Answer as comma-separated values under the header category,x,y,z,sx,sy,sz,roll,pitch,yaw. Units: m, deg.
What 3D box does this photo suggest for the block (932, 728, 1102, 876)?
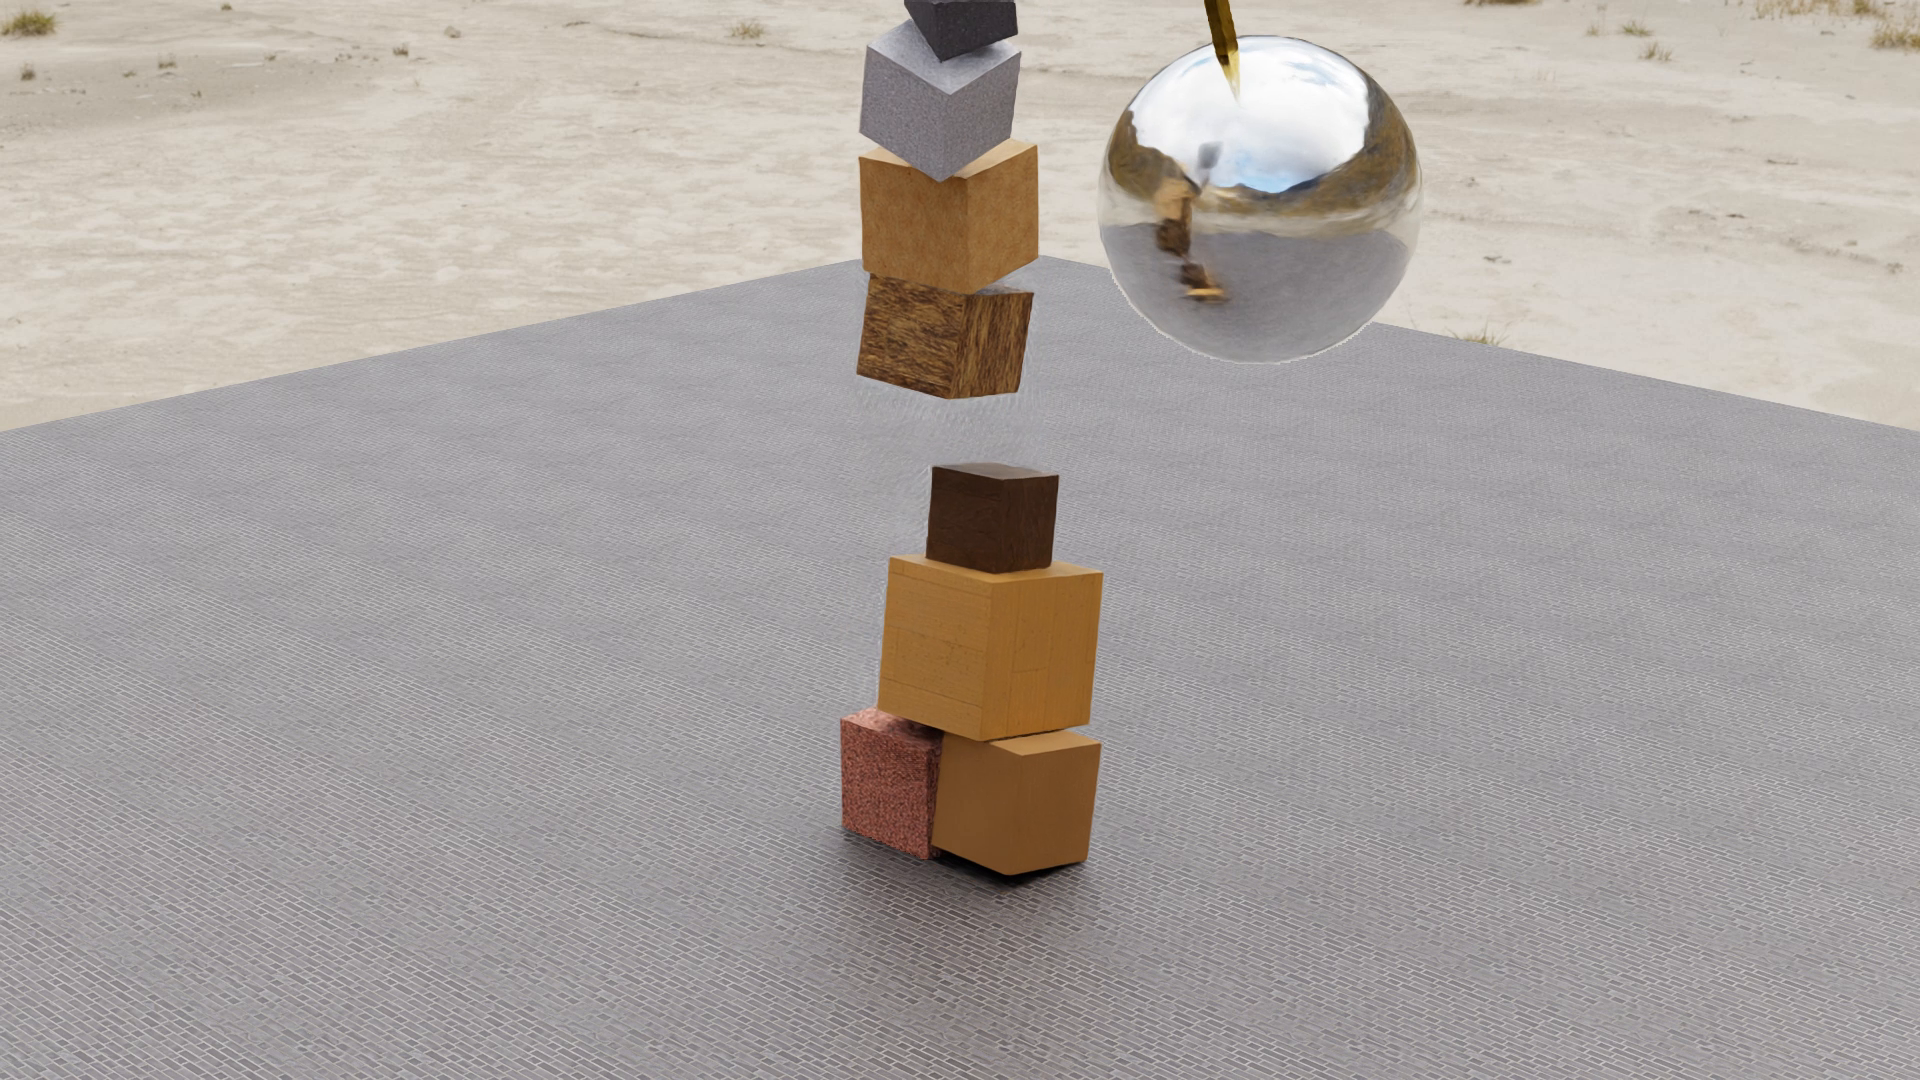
category,x,y,z,sx,sy,sz,roll,pitch,yaw
block,0.259,1.173,13.545,0.529,0.566,0.502,-5,16,-45

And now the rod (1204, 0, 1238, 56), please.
category,x,y,z,sx,sy,sz,roll,pitch,yaw
rod,0.636,-4.459,12.607,0.080,5.200,0.080,17,44,42

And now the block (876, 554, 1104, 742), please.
category,x,y,z,sx,sy,sz,roll,pitch,yaw
block,0.140,0.472,13.673,0.667,0.729,0.745,14,13,43

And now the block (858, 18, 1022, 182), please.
category,x,y,z,sx,sy,sz,roll,pitch,yaw
block,-0.088,-1.932,12.627,0.471,0.466,0.471,35,51,24

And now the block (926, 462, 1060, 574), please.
category,x,y,z,sx,sy,sz,roll,pitch,yaw
block,0.149,-0.107,13.592,0.418,0.435,0.413,12,12,39

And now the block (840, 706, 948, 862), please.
category,x,y,z,sx,sy,sz,roll,pitch,yaw
block,-0.164,1.107,13.898,0.580,0.555,0.547,17,24,42

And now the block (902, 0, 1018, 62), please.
category,x,y,z,sx,sy,sz,roll,pitch,yaw
block,-0.011,-2.326,12.408,0.360,0.324,0.409,-22,54,-11

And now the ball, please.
category,x,y,z,sx,sy,sz,roll,pitch,yaw
ball,1.467,-1.665,14.356,1.600,1.600,1.600,0,17,0

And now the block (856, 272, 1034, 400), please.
category,x,y,z,sx,sy,sz,roll,pitch,yaw
block,-0.069,-0.949,13.442,0.527,0.473,0.564,17,15,32

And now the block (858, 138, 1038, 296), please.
category,x,y,z,sx,sy,sz,roll,pitch,yaw
block,-0.046,-1.502,13.252,0.588,0.542,0.557,16,31,32
